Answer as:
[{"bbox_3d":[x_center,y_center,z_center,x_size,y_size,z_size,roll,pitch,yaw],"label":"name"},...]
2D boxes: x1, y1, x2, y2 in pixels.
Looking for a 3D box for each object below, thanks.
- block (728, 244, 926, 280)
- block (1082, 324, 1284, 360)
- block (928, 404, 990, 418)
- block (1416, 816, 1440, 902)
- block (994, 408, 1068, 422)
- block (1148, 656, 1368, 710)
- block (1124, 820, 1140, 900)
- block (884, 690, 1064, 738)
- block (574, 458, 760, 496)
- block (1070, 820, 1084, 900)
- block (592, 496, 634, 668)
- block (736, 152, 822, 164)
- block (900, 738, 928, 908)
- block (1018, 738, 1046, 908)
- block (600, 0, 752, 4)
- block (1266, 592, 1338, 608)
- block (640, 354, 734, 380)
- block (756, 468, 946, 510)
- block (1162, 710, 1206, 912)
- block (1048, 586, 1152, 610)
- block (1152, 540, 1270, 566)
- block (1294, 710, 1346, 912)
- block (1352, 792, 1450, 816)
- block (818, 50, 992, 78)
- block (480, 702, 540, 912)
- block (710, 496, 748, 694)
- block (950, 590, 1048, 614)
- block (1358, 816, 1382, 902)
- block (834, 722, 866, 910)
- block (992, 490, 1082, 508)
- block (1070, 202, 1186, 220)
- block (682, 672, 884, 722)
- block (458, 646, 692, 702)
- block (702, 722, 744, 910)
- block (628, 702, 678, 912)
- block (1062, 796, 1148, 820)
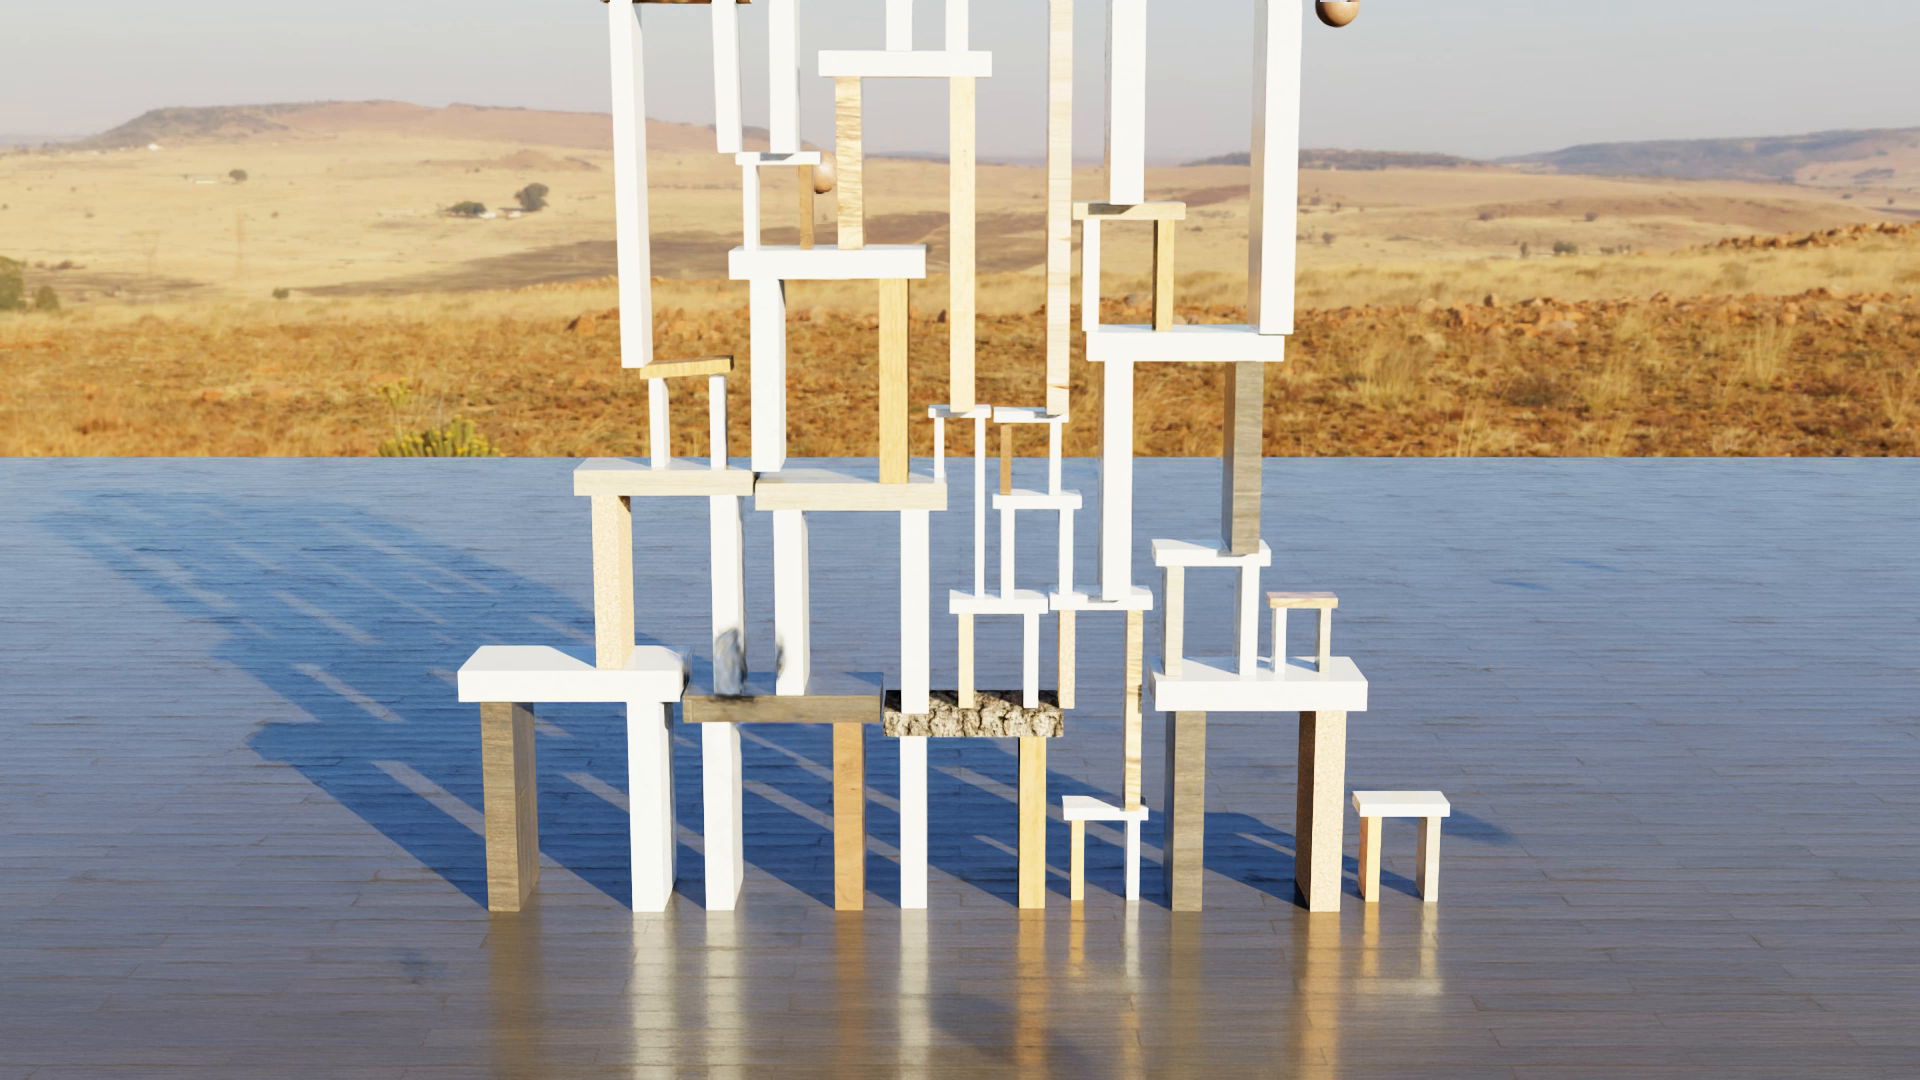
[{"bbox_3d":[-0.205,-0.440,3.476,0.302,0.043,0.151,0,11,0],"label":"block"},{"bbox_3d":[0.351,-0.314,3.496,0.306,0.043,0.153,0,11,0],"label":"block"},{"bbox_3d":[-0.001,-0.206,3.522,0.098,0.014,0.049,0,11,0],"label":"block"},{"bbox_3d":[0.778,0.518,3.656,0.021,0.146,0.073,0,11,0],"label":"block"},{"bbox_3d":[0.113,-0.201,3.522,0.118,0.017,0.059,0,11,0],"label":"block"},{"bbox_3d":[0.483,0.235,3.603,0.338,0.048,0.169,0,11,0],"label":"block"},{"bbox_3d":[0.286,0.521,3.661,0.020,0.138,0.069,0,11,0],"label":"block"},{"bbox_3d":[0.021,0.284,3.615,0.290,0.041,0.145,0,11,0],"label":"block"},{"bbox_3d":[-0.469,-0.103,3.542,0.282,0.040,0.141,0,11,0],"label":"block"},{"bbox_3d":[0.194,0.521,3.661,0.020,0.138,0.069,0,11,0],"label":"block"},{"bbox_3d":[-0.563,0.055,3.572,0.040,0.282,0.141,0,11,0],"label":"block"},{"bbox_3d":[-0.284,-0.600,3.452,0.131,0.018,0.065,-1,11,-1],"label":"block"},{"bbox_3d":[-0.075,0.447,3.645,0.041,0.290,0.145,0,11,0],"label":"block"},{"bbox_3d":[0.118,0.447,3.645,0.041,0.290,0.145,0,11,0],"label":"block"},{"bbox_3d":[-0.442,-0.851,3.403,0.230,0.033,0.115,0,10,-1],"label":"block"},{"bbox_3d":[0.556,0.097,3.578,0.108,0.015,0.054,0,10,0],"label":"block"},{"bbox_3d":[-0.434,-0.276,3.507,0.142,0.020,0.071,-5,10,1],"label":"block"},{"bbox_3d":[-0.172,-0.082,3.543,0.302,0.043,0.151,0,11,0],"label":"block"},{"bbox_3d":[0.370,0.424,3.639,0.048,0.338,0.169,0,11,0],"label":"block"},{"bbox_3d":[0.227,0.093,3.573,0.164,0.023,0.082,0,11,0],"label":"block"},{"bbox_3d":[0.405,0.020,3.561,0.182,0.026,0.091,0,11,0],"label":"block"},{"bbox_3d":[0.595,0.424,3.639,0.048,0.338,0.169,0,11,0],"label":"block"},{"bbox_3d":[0.729,0.436,3.641,0.146,0.021,0.073,0,11,0],"label":"block"},{"bbox_3d":[-0.084,-0.740,3.423,0.264,0.037,0.132,0,11,0],"label":"block"},{"bbox_3d":[-0.743,0.416,3.641,0.050,0.353,0.176,0,11,0],"label":"block"},{"bbox_3d":[-0.375,0.076,3.576,0.040,0.324,0.141,0,11,0],"label":"block"},{"bbox_3d":[0.062,0.100,3.574,0.158,0.022,0.079,0,11,0],"label":"block"},{"bbox_3d":[0.681,0.518,3.656,0.021,0.146,0.073,0,11,0],"label":"block"},{"bbox_3d":[-0.181,0.435,3.640,0.045,0.316,0.158,0,11,0],"label":"block"},{"bbox_3d":[0.123,-0.066,3.543,0.140,0.020,0.070,0,11,0],"label":"block"},{"bbox_3d":[0.263,-0.519,3.461,0.174,0.025,0.087,0,11,0],"label":"block"},{"bbox_3d":[-0.287,0.257,3.607,0.316,0.045,0.158,0,11,0],"label":"block"},{"bbox_3d":[-0.626,0.218,3.604,0.353,0.050,0.176,0,11,0],"label":"block"},{"bbox_3d":[-0.392,0.435,3.640,0.045,0.316,0.158,0,11,0],"label":"block"},{"bbox_3d":[-0.508,0.416,3.641,0.050,0.353,0.176,0,11,0],"label":"block"},{"bbox_3d":[0.240,0.444,3.647,0.138,0.020,0.069,0,11,0],"label":"block"}]
